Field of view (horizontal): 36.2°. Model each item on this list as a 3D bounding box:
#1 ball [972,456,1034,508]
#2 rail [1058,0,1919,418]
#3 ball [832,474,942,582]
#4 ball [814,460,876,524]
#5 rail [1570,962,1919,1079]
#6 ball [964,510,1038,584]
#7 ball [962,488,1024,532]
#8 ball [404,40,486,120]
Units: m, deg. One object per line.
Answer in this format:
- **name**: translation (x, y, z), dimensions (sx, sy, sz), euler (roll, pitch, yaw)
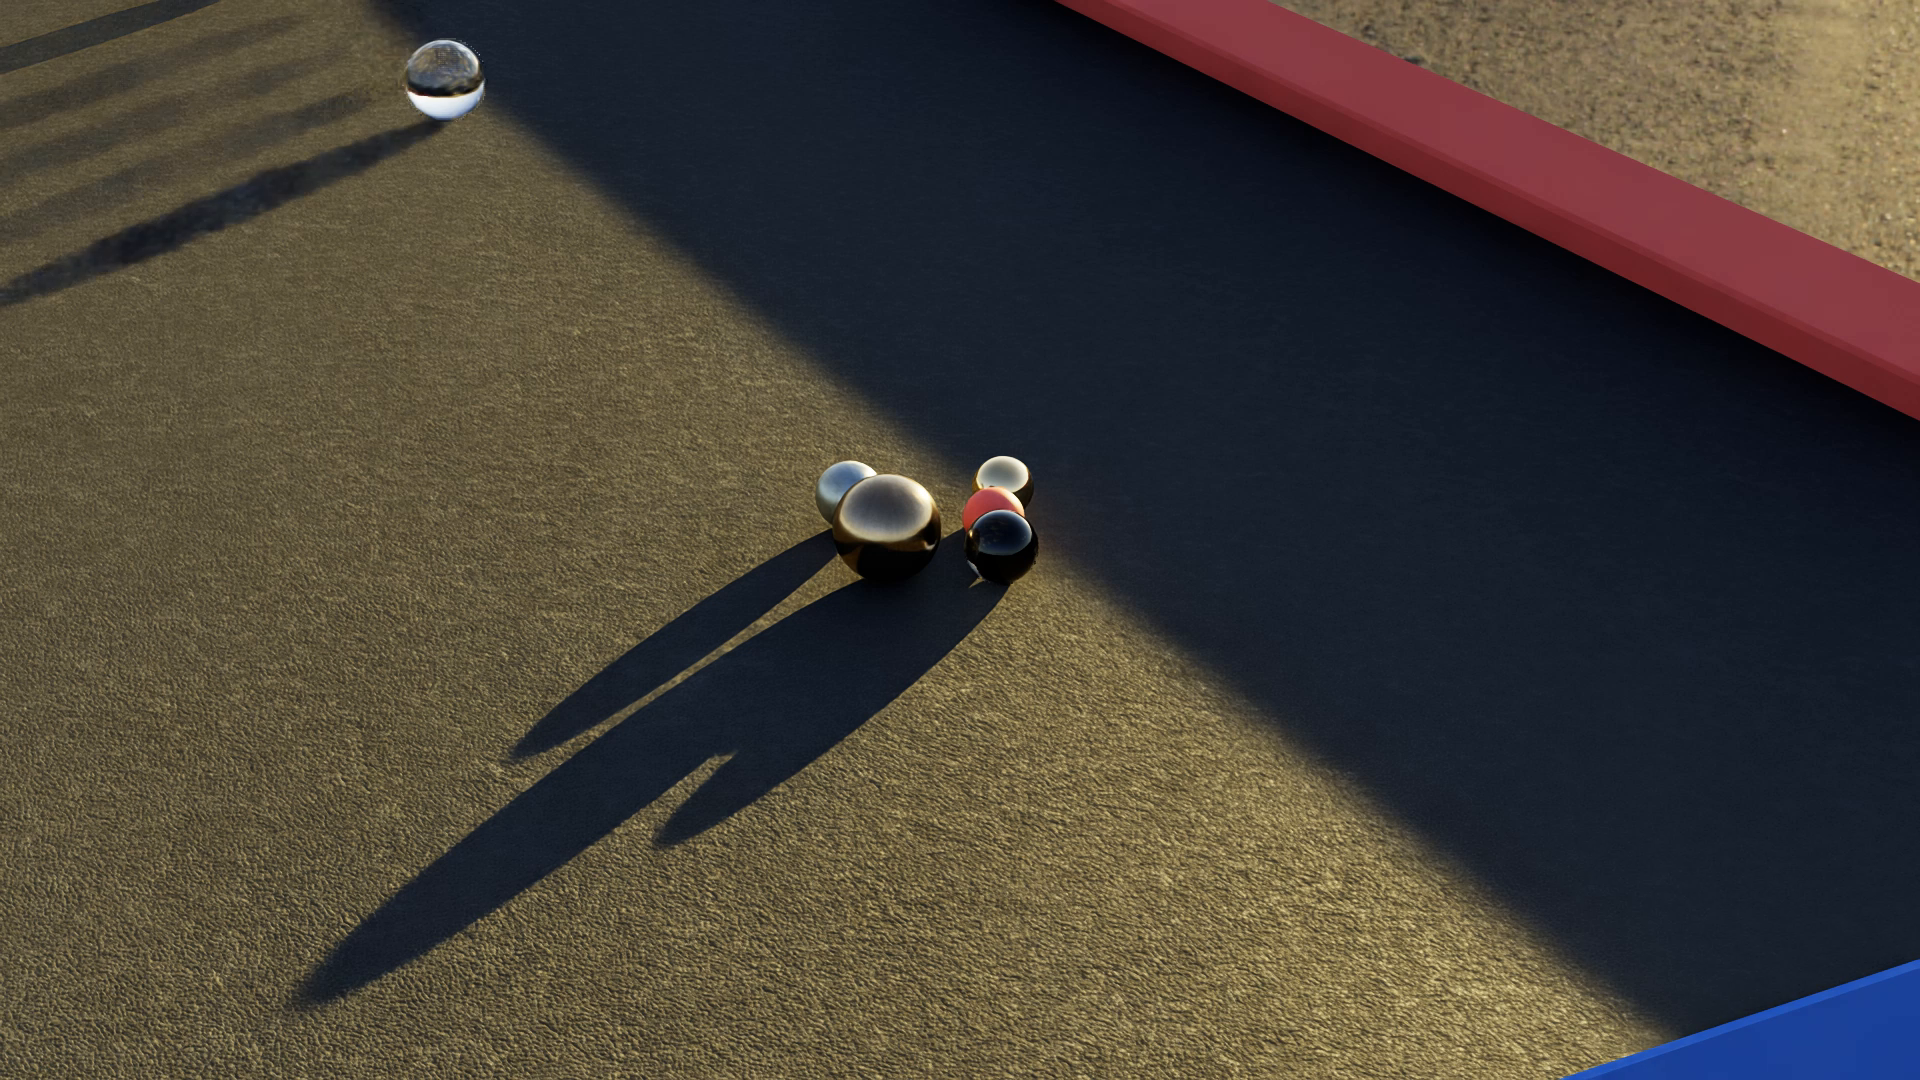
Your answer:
- **ball**: translation (0.032, -0.040, 2.194), dimensions (0.047, 0.047, 0.047), euler (0, 25, 0)
- **rail**: translation (0.341, -0.488, 3.068), dimensions (0.045, 0.109, 3.245), euler (-12, 28, -24)
- **ball**: translation (-0.052, -0.009, 2.091), dimensions (0.078, 0.078, 0.078), euler (0, 25, 0)
- **ball**: translation (-0.082, -0.033, 2.174), dimensions (0.051, 0.051, 0.051), euler (0, 25, 0)
- **rail**: translation (0.357, 0.275, 1.453), dimensions (1.638, 0.109, 0.045), euler (-12, 28, -24)
- **ball**: translation (0.030, 0.005, 2.092), dimensions (0.053, 0.053, 0.053), euler (0, 25, 0)
- **ball**: translation (0.024, -0.016, 2.145), dimensions (0.045, 0.045, 0.045), euler (0, 25, 0)
- **ball**: translation (-0.541, -0.483, 3.087), dimensions (0.084, 0.084, 0.084), euler (0, 25, 0)
